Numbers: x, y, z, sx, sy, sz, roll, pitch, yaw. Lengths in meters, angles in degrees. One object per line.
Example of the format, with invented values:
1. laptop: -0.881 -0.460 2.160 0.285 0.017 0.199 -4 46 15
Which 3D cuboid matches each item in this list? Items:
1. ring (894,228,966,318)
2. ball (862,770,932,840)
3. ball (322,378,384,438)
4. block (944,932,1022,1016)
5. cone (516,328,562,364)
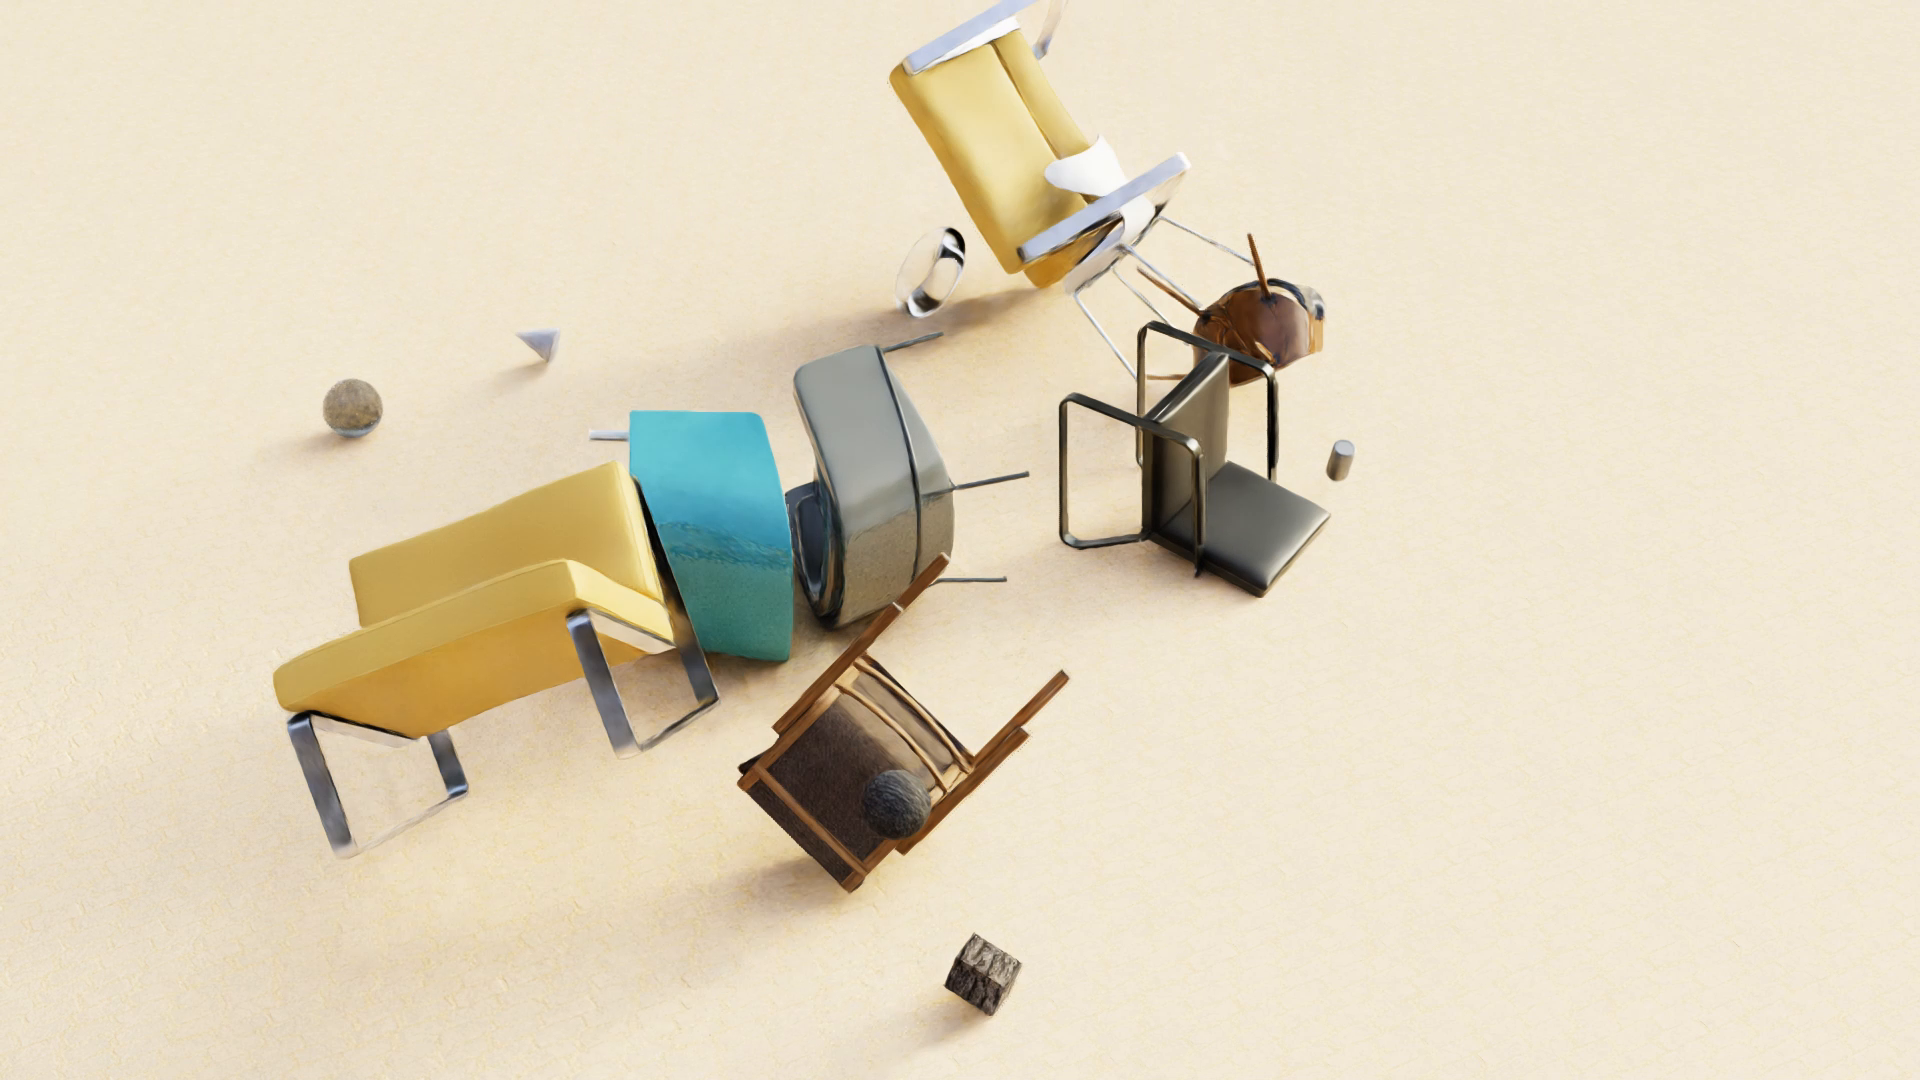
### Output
1. ring: -0.125 -1.127 12.344 0.126 0.424 0.364 29 -5 -32
2. ball: -0.191 0.792 8.777 0.209 0.209 0.209 0 33 0
3. ball: -2.385 -0.517 11.515 0.236 0.236 0.236 0 33 0
4. block: 0.069 1.301 8.770 0.174 0.163 0.110 31 47 11
5. cone: -1.737 -0.817 11.979 0.177 0.205 0.150 16 74 -1
